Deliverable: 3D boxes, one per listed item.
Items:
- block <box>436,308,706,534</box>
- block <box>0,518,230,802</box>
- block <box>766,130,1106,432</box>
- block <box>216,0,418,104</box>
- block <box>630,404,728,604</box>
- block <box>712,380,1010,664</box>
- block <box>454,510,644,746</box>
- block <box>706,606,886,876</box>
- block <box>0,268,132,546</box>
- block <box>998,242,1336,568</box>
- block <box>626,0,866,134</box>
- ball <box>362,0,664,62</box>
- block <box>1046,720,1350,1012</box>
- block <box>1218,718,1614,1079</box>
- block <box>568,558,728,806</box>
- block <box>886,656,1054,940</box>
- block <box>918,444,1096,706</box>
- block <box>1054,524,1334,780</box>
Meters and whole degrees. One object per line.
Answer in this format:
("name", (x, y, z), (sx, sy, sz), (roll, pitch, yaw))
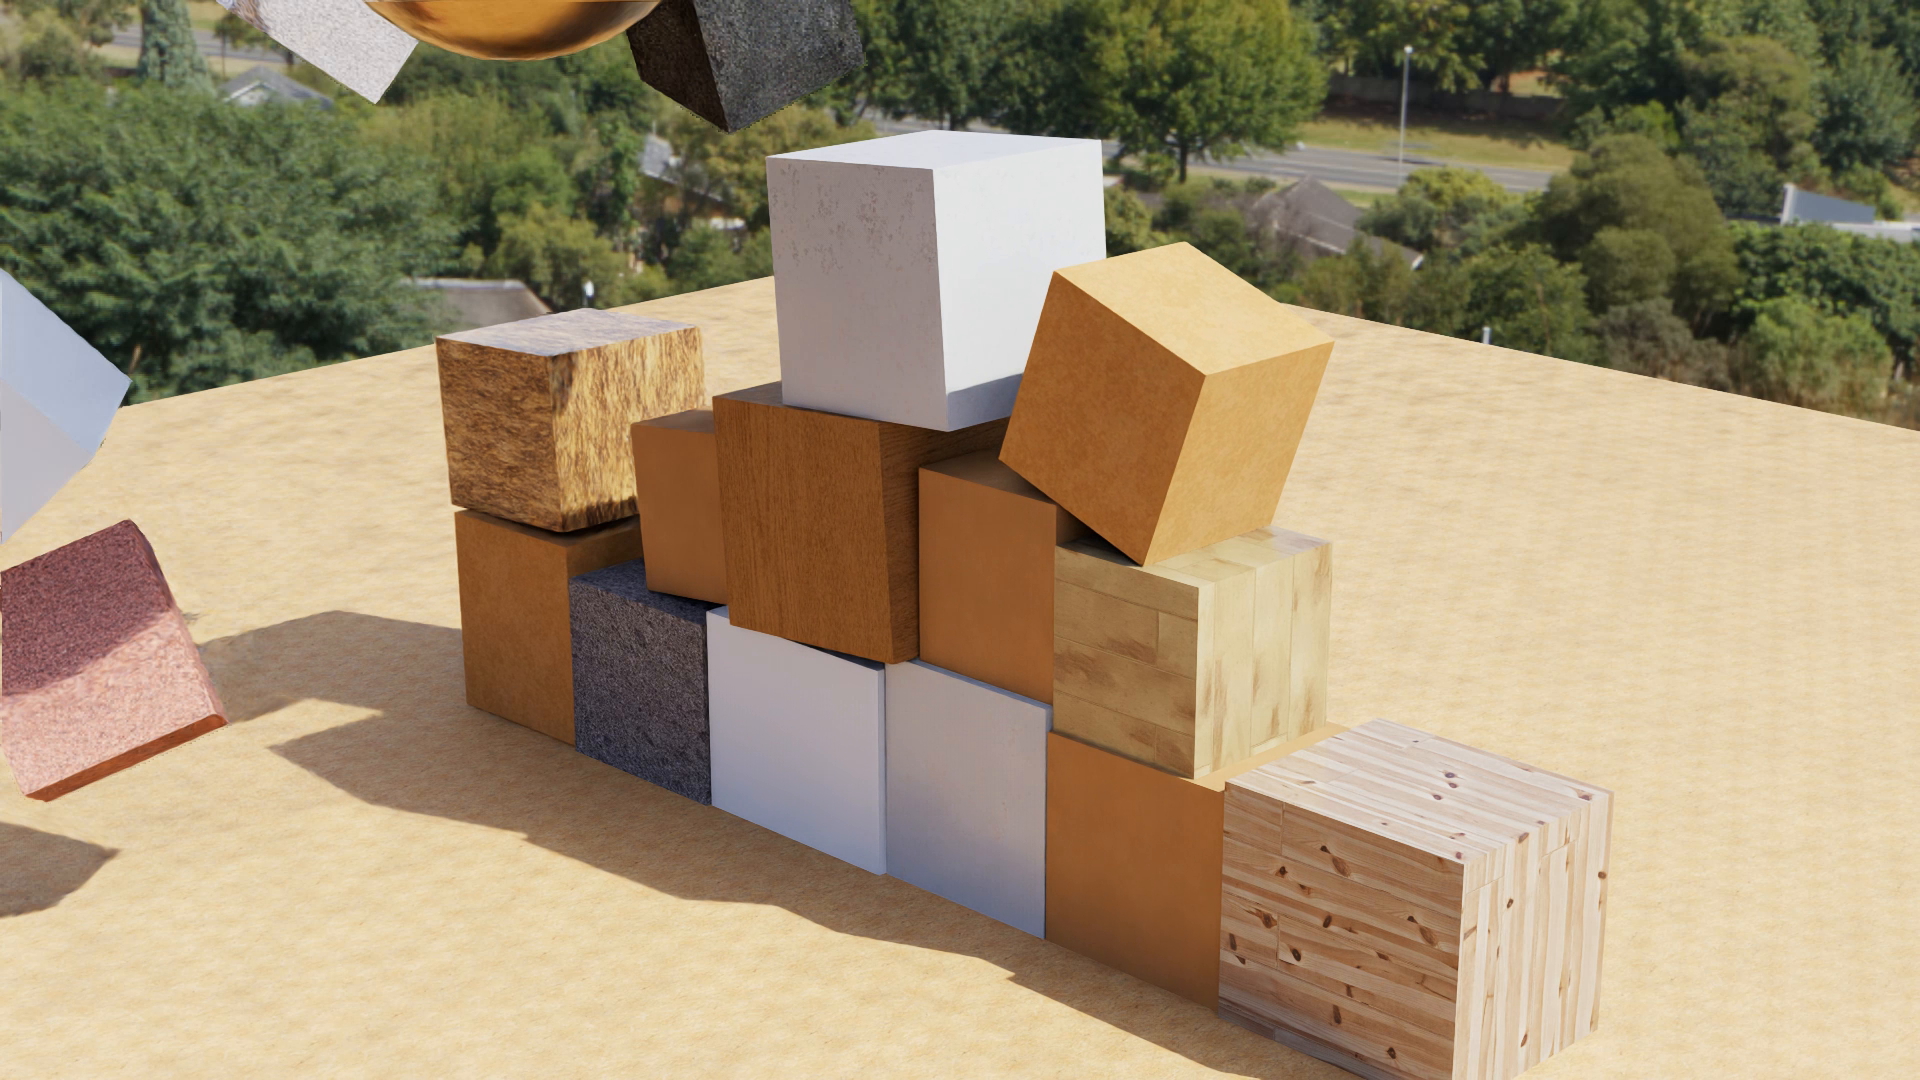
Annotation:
("block", (-2.007, -0.645, 15.282), (0.964, 0.901, 1.003), (-16, 19, -41))
("block", (-3.797, 0.538, 12.777), (0.854, 0.907, 0.841), (-24, -2, -12))
("block", (-0.090, -1.181, 13.025), (1.008, 1.117, 1.086), (-16, 19, -41))
("block", (-2.764, -2.525, 12.491), (0.786, 0.798, 0.873), (37, 3, 38))
("block", (-1.013, -0.196, 14.333), (0.759, 0.836, 0.837), (-16, 17, -42))
("block", (-0.322, -0.172, 13.602), (1.111, 1.094, 1.122), (-17, 19, -42))
("block", (-1.929, 0.343, 15.460), (1.034, 1.056, 0.948), (-17, 23, -42))
("block", (-0.411, 0.826, 14.056), (1.067, 0.996, 1.183), (-17, 24, -42))
("block", (-3.981, -0.488, 11.973), (0.757, 0.701, 0.819), (-41, 21, 14))
("block", (0.855, -0.583, 12.267), (0.822, 0.918, 0.876), (-17, 44, -43))
("block", (-1.034, -2.449, 13.402), (0.757, 0.708, 0.810), (-31, 41, -21))
("ball", (-1.659, -2.570, 10.796), (1.600, 1.600, 1.600), (0, 17, 0))
("block", (1.063, 1.287, 12.627), (0.945, 0.972, 1.002), (-17, 24, -42))
("block", (1.835, 1.484, 11.875), (1.015, 1.048, 1.167), (-17, 24, -42))
("block", (-1.210, 0.626, 14.808), (1.082, 0.927, 1.029), (-17, 24, -42))
("block", (0.364, 1.022, 13.304), (0.991, 1.072, 0.990), (-17, 24, -42))
("block", (0.408, 0.107, 12.936), (0.819, 0.895, 0.841), (17, 24, 42))
("block", (0.984, 0.410, 12.419), (0.868, 0.827, 0.791), (-17, 24, -42))
